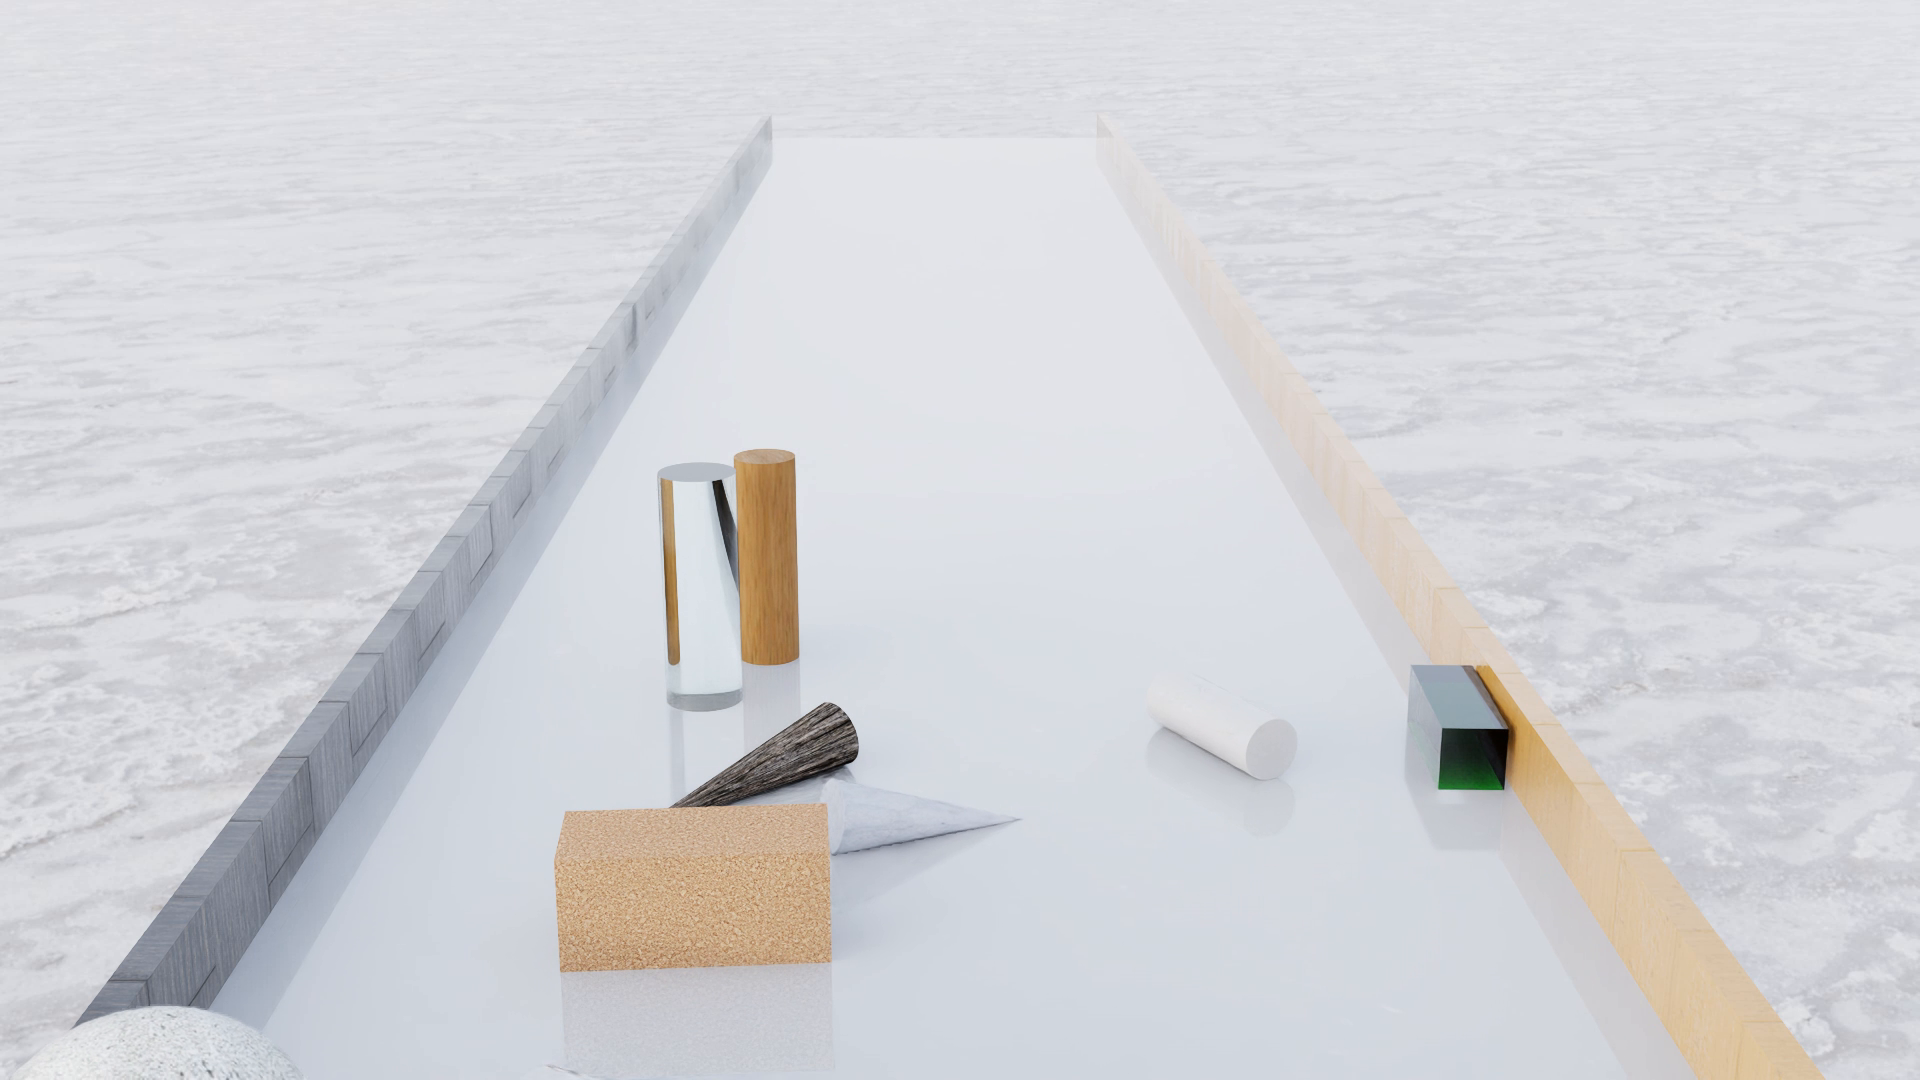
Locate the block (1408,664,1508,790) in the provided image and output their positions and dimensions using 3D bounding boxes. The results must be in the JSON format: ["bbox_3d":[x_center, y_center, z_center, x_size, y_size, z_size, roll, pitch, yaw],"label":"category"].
[{"bbox_3d":[0.883,0.330,3.917,0.113,0.113,0.319,0,17,2],"label":"block"}]

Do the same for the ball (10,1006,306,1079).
[{"bbox_3d":[-0.849,0.676,2.312,0.366,0.366,0.366,0,17,0],"label":"ball"}]

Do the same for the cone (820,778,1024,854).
[{"bbox_3d":[-0.049,0.454,3.597,0.343,0.120,0.120,4,14,-23],"label":"cone"}]

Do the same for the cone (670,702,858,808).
[{"bbox_3d":[-0.382,0.413,3.737,0.458,0.116,0.116,-24,28,-38],"label":"cone"}]

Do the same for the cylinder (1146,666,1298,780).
[{"bbox_3d":[0.465,0.325,3.936,0.112,0.112,0.304,-9,19,-28],"label":"cylinder"}]

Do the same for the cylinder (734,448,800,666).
[{"bbox_3d":[-0.385,0.034,4.383,0.121,0.415,0.121,0,17,0],"label":"cylinder"}]

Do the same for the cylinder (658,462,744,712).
[{"bbox_3d":[-0.488,0.088,4.145,0.146,0.448,0.146,0,17,0],"label":"cylinder"}]

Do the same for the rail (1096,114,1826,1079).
[{"bbox_3d":[0.932,-0.844,7.801,0.050,0.150,12.000,0,17,-1],"label":"rail"}]

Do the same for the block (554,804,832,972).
[{"bbox_3d":[-0.385,0.506,3.219,0.388,0.174,0.174,-1,17,-4],"label":"block"}]

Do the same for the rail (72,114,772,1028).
[{"bbox_3d":[-1.118,-0.838,7.780,0.050,0.150,12.000,0,17,-1],"label":"rail"}]

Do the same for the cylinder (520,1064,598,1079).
[{"bbox_3d":[-0.333,0.726,2.508,0.396,0.158,0.158,9,19,28],"label":"cylinder"}]
